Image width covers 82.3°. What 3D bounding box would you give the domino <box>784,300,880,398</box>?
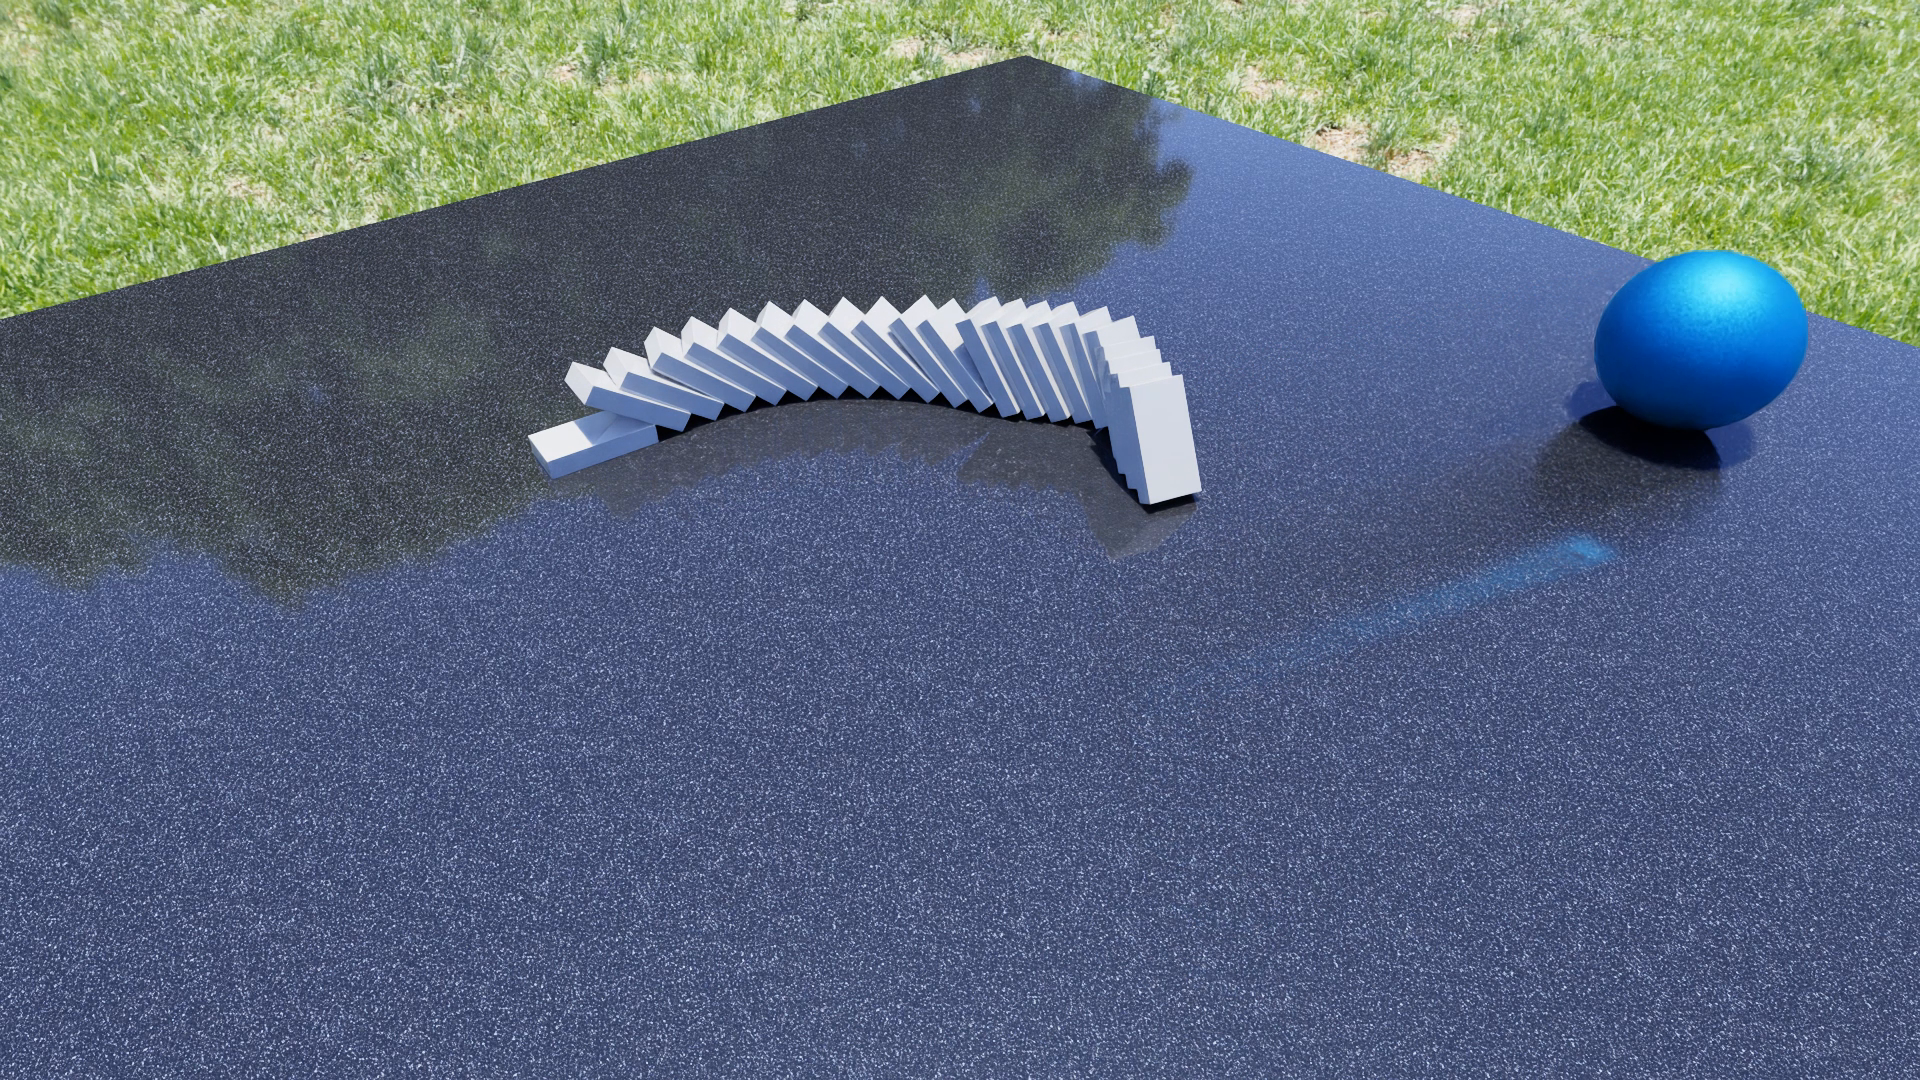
[{"bbox_3d":[-0.060,-0.093,0.533,0.050,0.009,0.025,35,35,-21],"label":"domino"}]

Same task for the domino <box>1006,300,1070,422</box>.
[{"bbox_3d":[0.042,-0.083,0.515,0.010,0.050,0.025,-10,27,41],"label":"domino"}]

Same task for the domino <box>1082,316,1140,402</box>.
[{"bbox_3d":[0.075,-0.074,0.503,0.025,0.050,0.010,-26,13,-34],"label":"domino"}]

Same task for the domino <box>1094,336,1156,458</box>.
[{"bbox_3d":[0.078,-0.064,0.491,0.025,0.050,0.009,-14,9,-17],"label":"domino"}]

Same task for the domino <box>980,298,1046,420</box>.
[{"bbox_3d":[0.030,-0.085,0.517,0.009,0.050,0.025,-10,27,41],"label":"domino"}]

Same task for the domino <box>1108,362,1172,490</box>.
[{"bbox_3d":[0.081,-0.049,0.474,0.025,0.050,0.009,-14,9,-17],"label":"domino"}]

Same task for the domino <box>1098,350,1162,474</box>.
[{"bbox_3d":[0.078,-0.056,0.482,0.025,0.050,0.010,-14,9,-17],"label":"domino"}]

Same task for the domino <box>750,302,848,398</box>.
[{"bbox_3d":[-0.076,-0.092,0.532,0.050,0.010,0.025,33,33,-23],"label":"domino"}]

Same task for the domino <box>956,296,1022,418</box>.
[{"bbox_3d":[0.018,-0.086,0.518,0.010,0.050,0.025,-10,27,40],"label":"domino"}]

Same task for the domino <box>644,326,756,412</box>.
[{"bbox_3d":[-0.122,-0.080,0.518,0.050,0.009,0.025,24,24,-37],"label":"domino"}]

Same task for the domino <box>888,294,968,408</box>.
[{"bbox_3d":[-0.010,-0.091,0.529,0.050,0.010,0.025,50,46,-11],"label":"domino"}]

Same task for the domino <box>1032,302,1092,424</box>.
[{"bbox_3d":[0.053,-0.083,0.514,0.009,0.050,0.025,-10,25,41],"label":"domino"}]

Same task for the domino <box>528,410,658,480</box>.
[{"bbox_3d":[-0.166,-0.046,0.499,0.050,0.010,0.025,-24,45,-27],"label":"domino"}]

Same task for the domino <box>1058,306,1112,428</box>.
[{"bbox_3d":[0.065,-0.080,0.510,0.025,0.050,0.009,-33,17,-38],"label":"domino"}]

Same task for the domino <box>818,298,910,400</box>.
[{"bbox_3d":[-0.043,-0.093,0.534,0.050,0.009,0.025,38,38,-16],"label":"domino"}]

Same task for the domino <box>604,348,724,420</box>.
[{"bbox_3d":[-0.137,-0.072,0.510,0.050,0.009,0.025,16,23,-43],"label":"domino"}]

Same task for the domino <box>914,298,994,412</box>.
[{"bbox_3d":[0.003,-0.088,0.525,0.050,0.009,0.025,52,46,-9],"label":"domino"}]

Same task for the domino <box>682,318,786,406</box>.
[{"bbox_3d":[-0.108,-0.085,0.524,0.050,0.009,0.025,26,27,-33],"label":"domino"}]

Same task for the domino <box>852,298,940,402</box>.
[{"bbox_3d":[-0.027,-0.092,0.532,0.050,0.009,0.025,42,41,-13],"label":"domino"}]

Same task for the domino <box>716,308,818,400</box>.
[{"bbox_3d":[-0.092,-0.089,0.529,0.050,0.009,0.025,30,29,-28],"label":"domino"}]

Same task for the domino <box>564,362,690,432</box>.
[{"bbox_3d":[-0.150,-0.065,0.500,0.050,0.009,0.025,14,21,-47],"label":"domino"}]

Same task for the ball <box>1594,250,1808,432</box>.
[{"bbox_3d":[0.333,-0.089,0.497,0.080,0.080,0.080,0,39,0],"label":"ball"}]

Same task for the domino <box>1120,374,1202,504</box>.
[{"bbox_3d":[0.085,-0.042,0.465,0.025,0.050,0.010,-14,10,-17],"label":"domino"}]
